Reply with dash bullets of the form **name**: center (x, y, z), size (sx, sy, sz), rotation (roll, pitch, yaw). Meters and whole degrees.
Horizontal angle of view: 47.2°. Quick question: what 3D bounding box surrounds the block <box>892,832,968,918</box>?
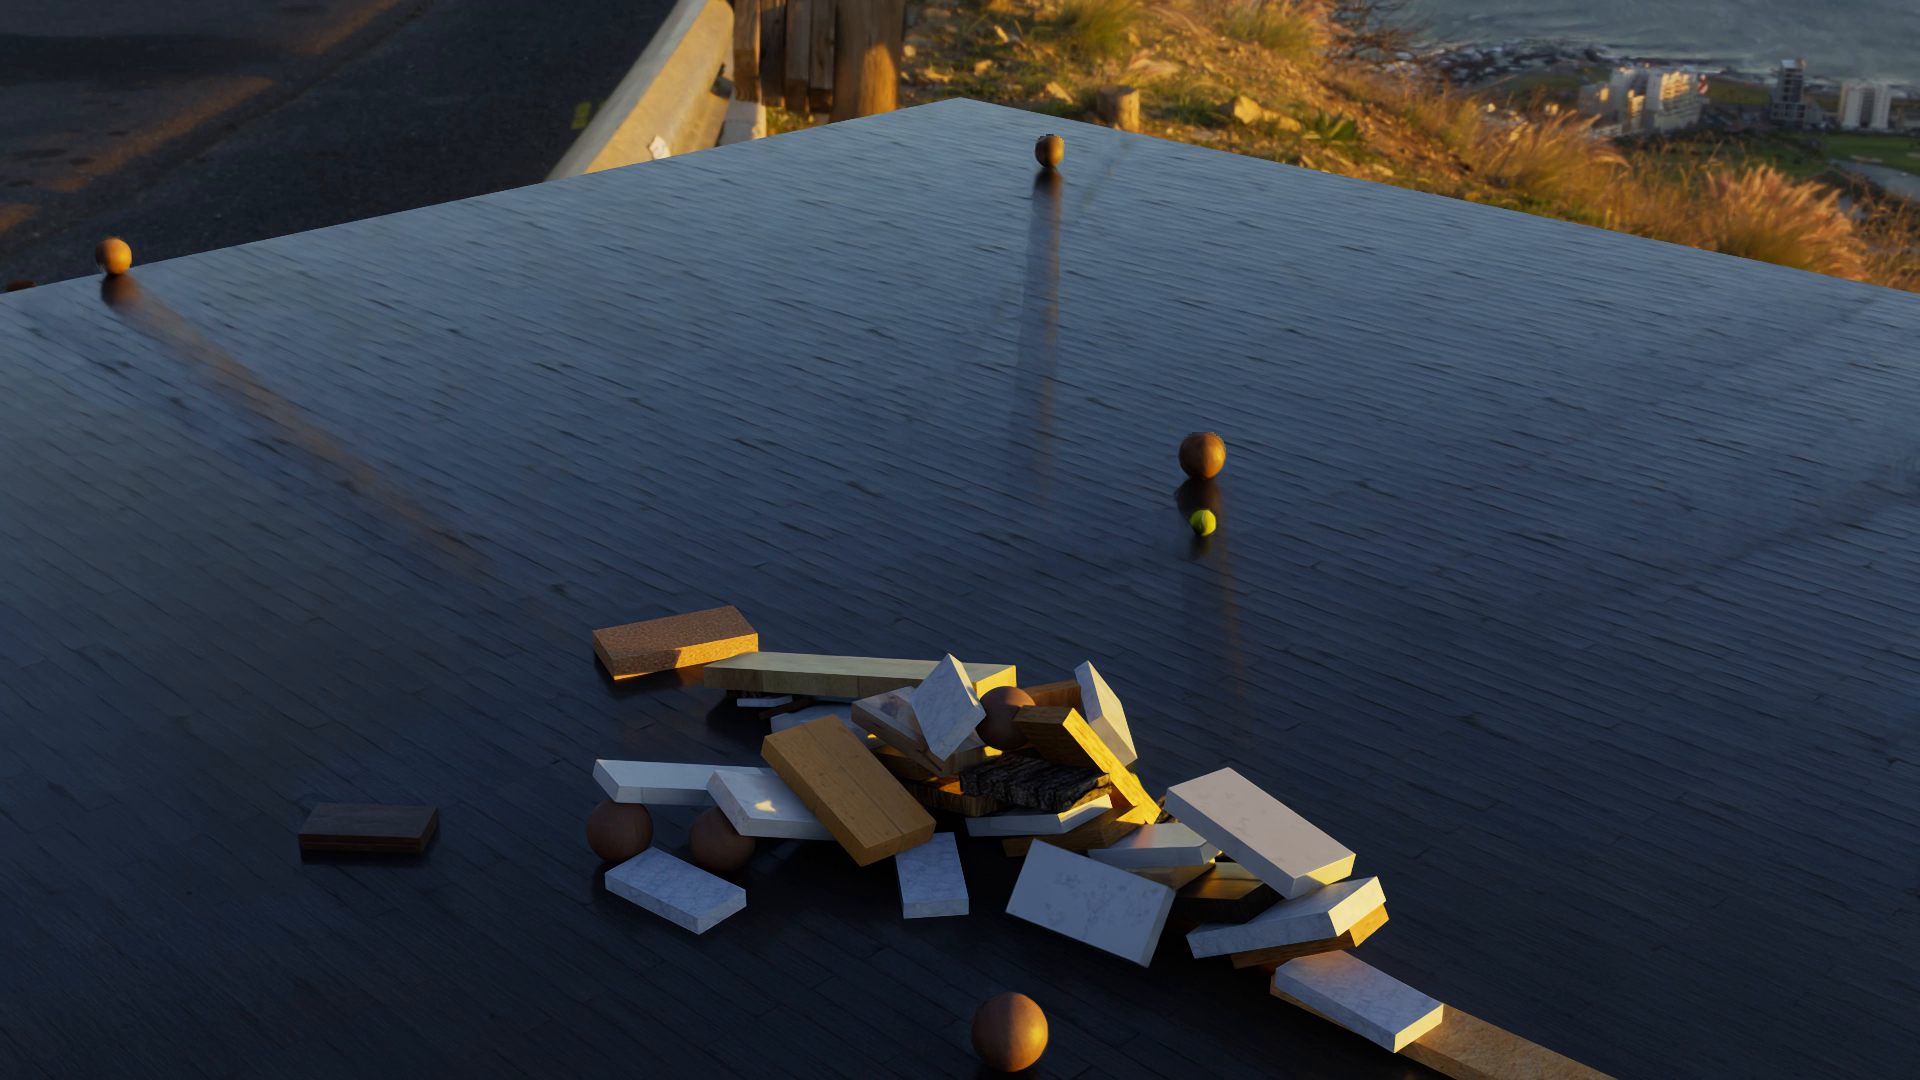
- **block**: center (-0.059, 0.640, 4.209), size (0.122, 0.035, 0.244), rotation (-3, 23, -6)

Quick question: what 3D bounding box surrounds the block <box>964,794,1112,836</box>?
- **block**: center (0.152, 0.535, 4.310), size (0.138, 0.039, 0.275), rotation (-21, 7, -40)

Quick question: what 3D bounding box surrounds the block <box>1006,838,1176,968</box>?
- **block**: center (0.237, 0.662, 4.022), size (0.292, 0.146, 0.041), rotation (15, -12, 33)

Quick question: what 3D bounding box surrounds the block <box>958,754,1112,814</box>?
- **block**: center (0.144, 0.471, 4.273), size (0.138, 0.039, 0.275), rotation (-16, 15, -43)

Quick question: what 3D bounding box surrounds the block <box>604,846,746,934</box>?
- **block**: center (-0.539, 0.661, 4.158), size (0.250, 0.035, 0.125), rotation (18, 29, 35)

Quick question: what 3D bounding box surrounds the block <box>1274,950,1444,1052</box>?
- **block**: center (0.683, 0.782, 3.777), size (0.130, 0.037, 0.259), rotation (-19, 30, -38)

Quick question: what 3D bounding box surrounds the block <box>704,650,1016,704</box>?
- **block**: center (-0.225, 0.299, 4.800), size (0.694, 0.049, 0.173), rotation (1, 10, 29)

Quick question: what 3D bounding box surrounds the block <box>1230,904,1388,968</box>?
- **block**: center (0.616, 0.699, 3.896), size (0.257, 0.036, 0.129), rotation (-20, 1, 39)

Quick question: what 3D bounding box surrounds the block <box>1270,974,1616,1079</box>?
- **block**: center (0.824, 0.845, 3.722), size (0.627, 0.036, 0.129), rotation (19, 30, 38)

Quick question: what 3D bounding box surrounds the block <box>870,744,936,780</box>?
- **block**: center (-0.124, 0.438, 4.560), size (0.152, 0.043, 0.304), rotation (-15, 12, -39)

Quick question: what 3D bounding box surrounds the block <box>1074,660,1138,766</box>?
- **block**: center (0.312, 0.371, 4.724), size (0.037, 0.130, 0.259), rotation (-34, 21, 10)

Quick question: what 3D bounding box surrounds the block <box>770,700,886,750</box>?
- **block**: center (-0.245, 0.391, 4.672), size (0.304, 0.043, 0.152), rotation (2, 13, 44)

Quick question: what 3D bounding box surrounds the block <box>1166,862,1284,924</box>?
- **block**: center (0.442, 0.644, 4.037), size (0.162, 0.046, 0.324), rotation (-22, 10, -42)

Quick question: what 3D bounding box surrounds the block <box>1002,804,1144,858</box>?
- **block**: center (0.217, 0.563, 4.250), size (0.256, 0.036, 0.128), rotation (-13, 7, 43)

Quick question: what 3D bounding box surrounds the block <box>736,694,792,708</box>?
- **block**: center (-0.431, 0.354, 4.852), size (0.116, 0.016, 0.058), rotation (-3, 6, 42)

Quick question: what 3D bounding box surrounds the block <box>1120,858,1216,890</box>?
- **block**: center (0.338, 0.617, 4.132), size (0.256, 0.036, 0.128), rotation (-8, 11, 45)

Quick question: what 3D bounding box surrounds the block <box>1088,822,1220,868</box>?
- **block**: center (0.380, 0.570, 4.112), size (0.257, 0.036, 0.128), rotation (-9, 10, 40)

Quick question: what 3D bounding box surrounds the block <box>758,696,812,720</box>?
- **block**: center (-0.381, 0.367, 4.797), size (0.058, 0.016, 0.116), rotation (-16, -3, -44)

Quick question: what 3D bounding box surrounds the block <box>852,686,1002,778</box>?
- **block**: center (-0.070, 0.387, 4.472), size (0.152, 0.043, 0.304), rotation (-13, 26, -36)

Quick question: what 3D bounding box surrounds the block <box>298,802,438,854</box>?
- **block**: center (-1.174, 0.571, 4.370), size (0.244, 0.035, 0.122), rotation (1, 23, 3)

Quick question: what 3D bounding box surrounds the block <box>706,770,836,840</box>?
- **block**: center (-0.341, 0.520, 4.290), size (0.292, 0.041, 0.146), rotation (11, 26, -45)

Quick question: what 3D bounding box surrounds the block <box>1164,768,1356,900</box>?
- **block**: center (0.543, 0.531, 4.009), size (0.162, 0.046, 0.324), rotation (-13, 33, -38)

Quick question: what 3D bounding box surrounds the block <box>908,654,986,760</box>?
- **block**: center (-0.027, 0.332, 4.393), size (0.035, 0.125, 0.250), rotation (38, 9, -22)

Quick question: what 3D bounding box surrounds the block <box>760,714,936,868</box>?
- **block**: center (-0.221, 0.487, 4.322), size (0.173, 0.049, 0.346), rotation (-16, 45, -37)

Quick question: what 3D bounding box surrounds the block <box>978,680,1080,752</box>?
- **block**: center (0.136, 0.382, 4.701), size (0.250, 0.125, 0.035), rotation (-9, 25, -20)

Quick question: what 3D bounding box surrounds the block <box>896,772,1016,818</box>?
- **block**: center (-0.001, 0.501, 4.431), size (0.138, 0.039, 0.275), rotation (-14, 11, -37)

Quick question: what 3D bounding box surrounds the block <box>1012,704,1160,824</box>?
- **block**: center (0.249, 0.442, 4.301), size (0.146, 0.313, 0.041), rotation (-2, 46, 51)

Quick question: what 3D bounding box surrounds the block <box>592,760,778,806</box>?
- **block**: center (-0.506, 0.489, 4.391), size (0.439, 0.035, 0.122), rotation (7, 16, -34)

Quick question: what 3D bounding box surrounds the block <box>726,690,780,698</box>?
- **block**: center (-0.461, 0.336, 4.896), size (0.116, 0.016, 0.058), rotation (-1, 8, 44)

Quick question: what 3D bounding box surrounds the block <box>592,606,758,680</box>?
- **block**: center (-0.665, 0.237, 5.139), size (0.346, 0.049, 0.173), rotation (-10, 25, -22)

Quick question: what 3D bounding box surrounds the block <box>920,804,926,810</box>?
- **block**: center (-0.120, 0.555, 4.430), size (0.052, 0.015, 0.104), rotation (11, 25, 29)

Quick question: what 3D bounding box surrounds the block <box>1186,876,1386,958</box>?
- **block**: center (0.575, 0.671, 3.900), size (0.324, 0.046, 0.162), rotation (-20, 1, 44)

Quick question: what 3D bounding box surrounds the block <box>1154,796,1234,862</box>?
- **block**: center (0.523, 0.589, 4.326), size (0.336, 0.037, 0.130), rotation (13, 26, 28)
